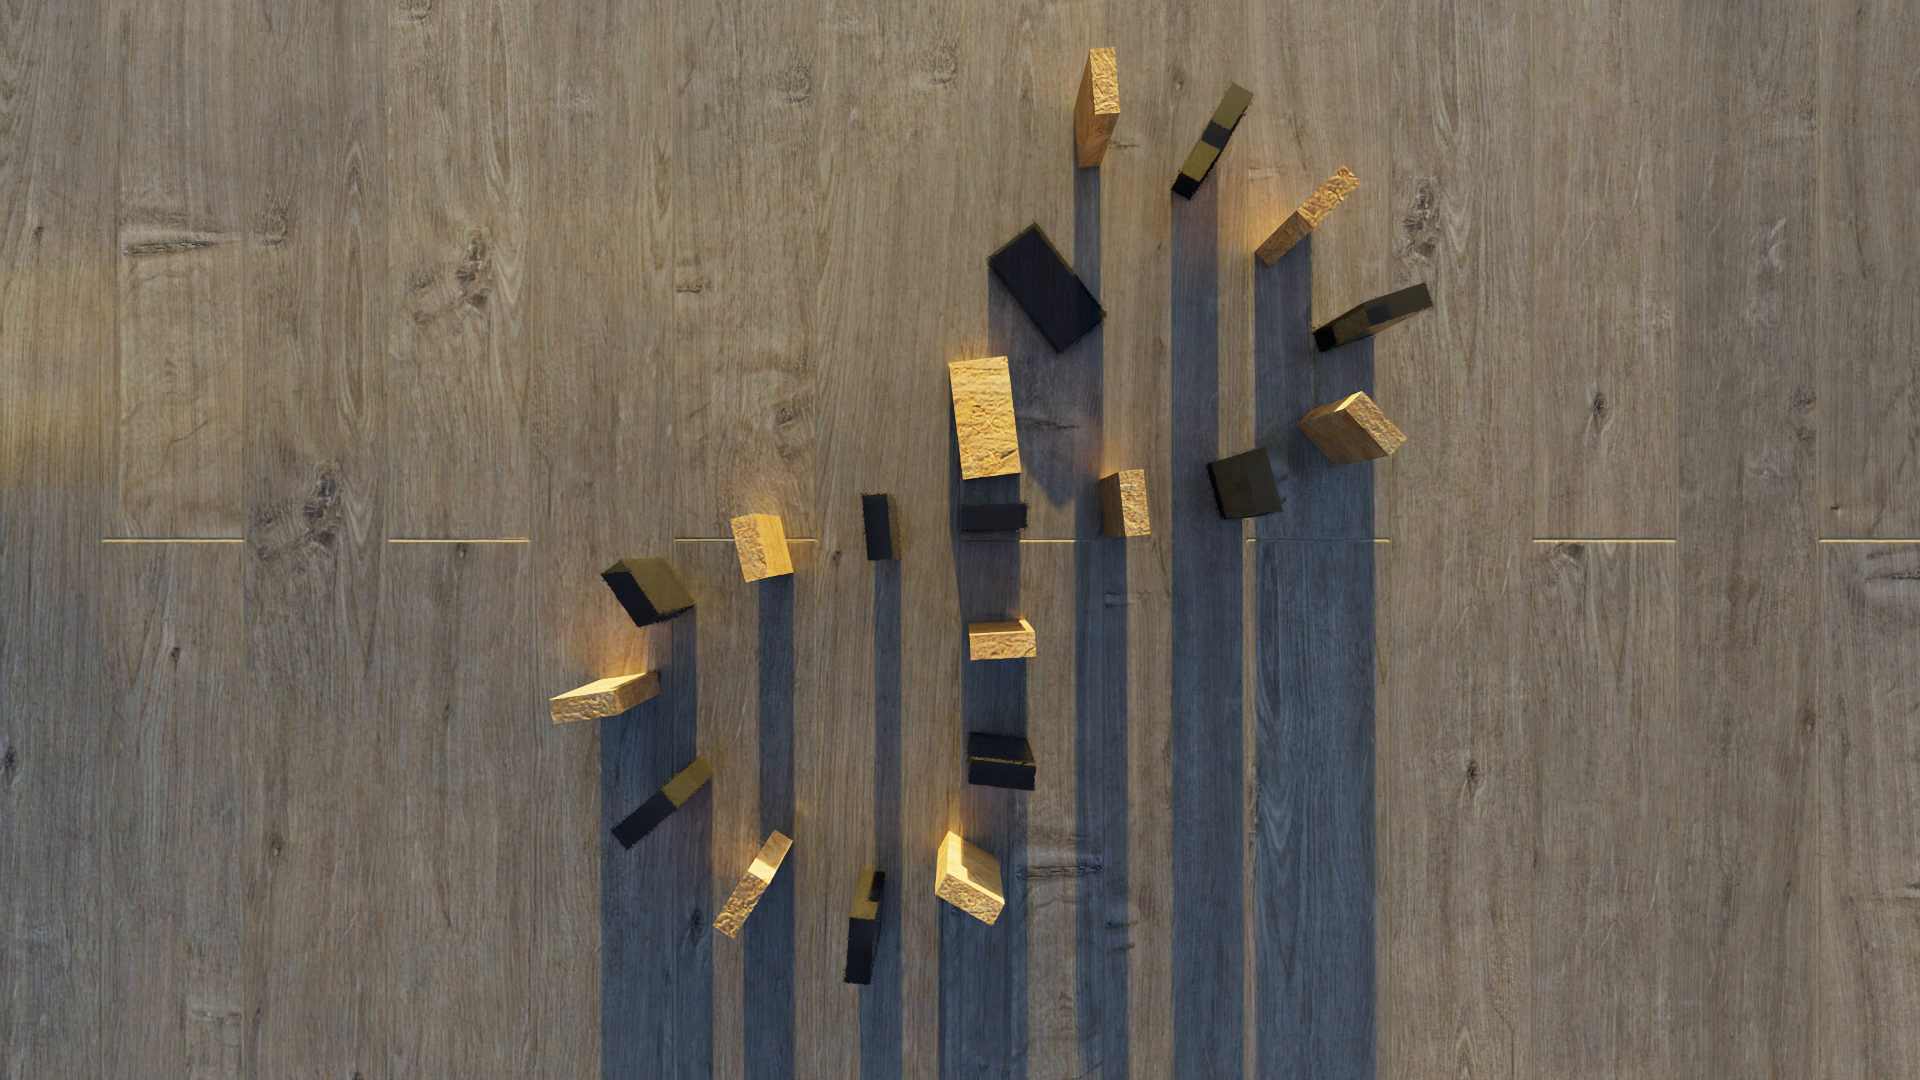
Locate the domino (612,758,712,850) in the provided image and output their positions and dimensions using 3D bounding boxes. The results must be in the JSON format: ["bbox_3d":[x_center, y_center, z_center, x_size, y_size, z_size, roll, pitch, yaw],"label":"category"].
[{"bbox_3d":[-0.121,0.107,0.375,0.025,0.050,0.009,-40,90,0],"label":"domino"}]

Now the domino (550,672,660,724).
[{"bbox_3d":[-0.144,0.064,0.375,0.025,0.050,0.010,-8,90,0],"label":"domino"}]

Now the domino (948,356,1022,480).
[{"bbox_3d":[0.011,-0.052,0.395,0.025,0.010,0.050,-7,90,0],"label":"domino"}]

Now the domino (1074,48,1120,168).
[{"bbox_3d":[0.055,-0.175,0.375,0.009,0.050,0.025,-5,90,0],"label":"domino"}]

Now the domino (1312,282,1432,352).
[{"bbox_3d":[0.167,-0.090,0.375,0.025,0.050,0.009,-18,90,0],"label":"domino"}]

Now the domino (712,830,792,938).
[{"bbox_3d":[-0.084,0.139,0.375,0.010,0.050,0.025,33,90,0],"label":"domino"}]

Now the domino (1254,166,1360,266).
[{"bbox_3d":[0.141,-0.131,0.375,0.025,0.050,0.010,-44,90,0],"label":"domino"}]

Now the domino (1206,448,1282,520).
[{"bbox_3d":[0.115,-0.022,0.375,0.010,0.050,0.025,-15,90,0],"label":"domino"}]

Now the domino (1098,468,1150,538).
[{"bbox_3d":[0.067,-0.014,0.375,0.009,0.050,0.025,-6,90,0],"label":"domino"}]

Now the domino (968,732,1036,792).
[{"bbox_3d":[0.016,0.090,0.375,0.025,0.050,0.009,7,90,0],"label":"domino"}]

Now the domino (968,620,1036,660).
[{"bbox_3d":[0.016,0.040,0.375,0.025,0.050,0.009,-3,90,0],"label":"domino"}]

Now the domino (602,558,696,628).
[{"bbox_3d":[-0.126,0.021,0.375,0.010,0.050,0.025,-35,90,0],"label":"domino"}]

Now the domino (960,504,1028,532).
[{"bbox_3d":[0.013,-0.009,0.375,0.025,0.050,0.009,-2,90,0],"label":"domino"}]

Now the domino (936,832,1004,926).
[{"bbox_3d":[0.004,0.137,0.375,0.025,0.050,0.010,29,90,0],"label":"domino"}]

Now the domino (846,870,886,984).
[{"bbox_3d":[-0.038,0.157,0.375,0.009,0.050,0.025,4,90,0],"label":"domino"}]

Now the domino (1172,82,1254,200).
[{"bbox_3d":[0.102,-0.162,0.375,0.010,0.050,0.025,29,90,0],"label":"domino"}]

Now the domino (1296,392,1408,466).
[{"bbox_3d":[0.159,-0.045,0.375,0.009,0.050,0.025,-43,90,0],"label":"domino"}]

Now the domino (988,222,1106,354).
[{"bbox_3d":[0.037,-0.108,0.395,0.025,0.010,0.050,-38,90,0],"label":"domino"}]

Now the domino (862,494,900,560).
[{"bbox_3d":[-0.032,-0.005,0.375,0.010,0.050,0.025,-5,90,0],"label":"domino"}]

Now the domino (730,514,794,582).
[{"bbox_3d":[-0.080,0.003,0.375,0.009,0.050,0.025,-14,90,0],"label":"domino"}]
